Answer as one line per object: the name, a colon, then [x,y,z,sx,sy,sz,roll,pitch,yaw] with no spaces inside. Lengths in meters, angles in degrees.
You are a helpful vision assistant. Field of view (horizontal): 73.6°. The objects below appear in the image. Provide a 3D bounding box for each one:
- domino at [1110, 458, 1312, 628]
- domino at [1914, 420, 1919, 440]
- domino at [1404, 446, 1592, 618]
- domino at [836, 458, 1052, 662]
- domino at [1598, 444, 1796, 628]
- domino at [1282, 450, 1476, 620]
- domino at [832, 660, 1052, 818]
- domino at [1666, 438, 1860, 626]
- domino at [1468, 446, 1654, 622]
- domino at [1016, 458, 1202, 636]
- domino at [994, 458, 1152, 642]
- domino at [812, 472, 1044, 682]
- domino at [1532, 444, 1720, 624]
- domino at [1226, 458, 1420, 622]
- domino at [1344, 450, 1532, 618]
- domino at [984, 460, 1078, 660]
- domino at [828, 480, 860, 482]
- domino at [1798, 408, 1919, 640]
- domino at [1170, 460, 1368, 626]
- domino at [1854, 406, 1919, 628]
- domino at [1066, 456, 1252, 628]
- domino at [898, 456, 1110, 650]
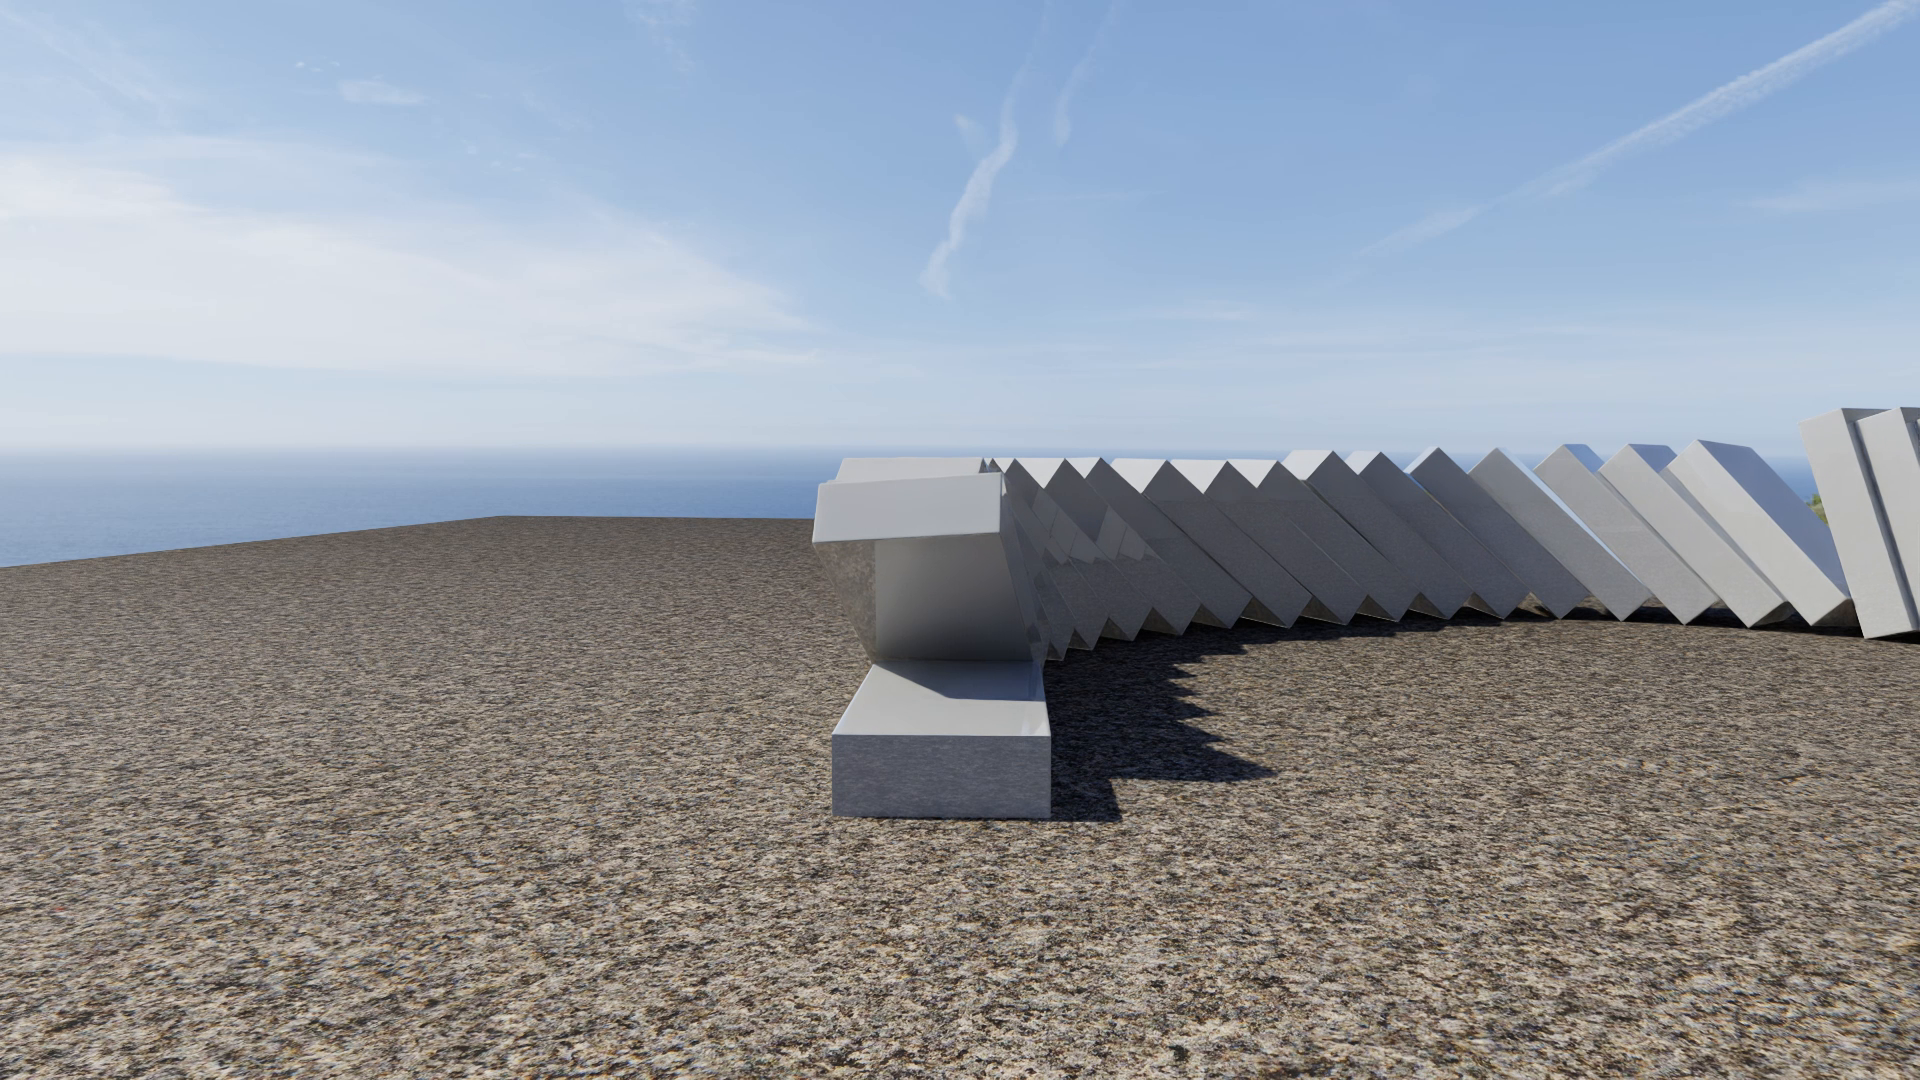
domino: [0.057,0.000,0.301,0.050,0.009,0.025,40,-9,-18]
domino: [0.222,-0.003,0.273,0.025,0.050,0.010,-2,-14,-29]
domino: [0.135,-0.003,0.325,0.050,0.010,0.025,46,14,8]
domino: [-0.002,0.005,0.227,0.025,0.010,0.050,1,-37,21]
domino: [0.181,-0.002,0.311,0.025,0.050,0.010,-3,-40,-41]
domino: [0.102,-0.002,0.319,0.050,0.010,0.025,43,-1,-8]
domino: [-0.001,0.025,0.171,0.025,0.010,0.050,0,4,2]
domino: [0.194,-0.002,0.305,0.025,0.010,0.050,3,47,-32]
domino: [0.151,-0.003,0.323,0.050,0.009,0.025,49,23,16]
domino: [0.029,0.001,0.284,0.050,0.009,0.025,43,-19,-27]
domino: [0.017,0.002,0.274,0.050,0.010,0.025,44,-22,-29]
domino: [-0.003,0.009,0.190,0.025,0.009,0.050,-3,-32,9]
domino: [0.167,-0.003,0.318,0.025,0.050,0.009,-6,-37,-52]
domino: [0.086,0.000,0.313,0.050,0.010,0.025,39,-6,-15]
domino: [0.118,-0.002,0.323,0.050,0.009,0.025,43,5,-1]
domino: [0.001,0.004,0.243,0.025,0.009,0.050,3,-36,31]
domino: [-0.004,0.008,0.209,0.025,0.009,0.050,1,-32,14]
domino: [0.206,-0.004,0.287,0.025,0.050,0.010,-2,-14,-30]
domino: [0.071,0.000,0.306,0.050,0.009,0.025,40,-9,-18]
domino: [0.214,-0.004,0.280,0.025,0.050,0.009,-2,-14,-29]
domino: [0.042,0.001,0.296,0.050,0.010,0.025,40,-11,-18]
domino: [0.007,0.003,0.260,0.025,0.010,0.050,4,-35,42]
